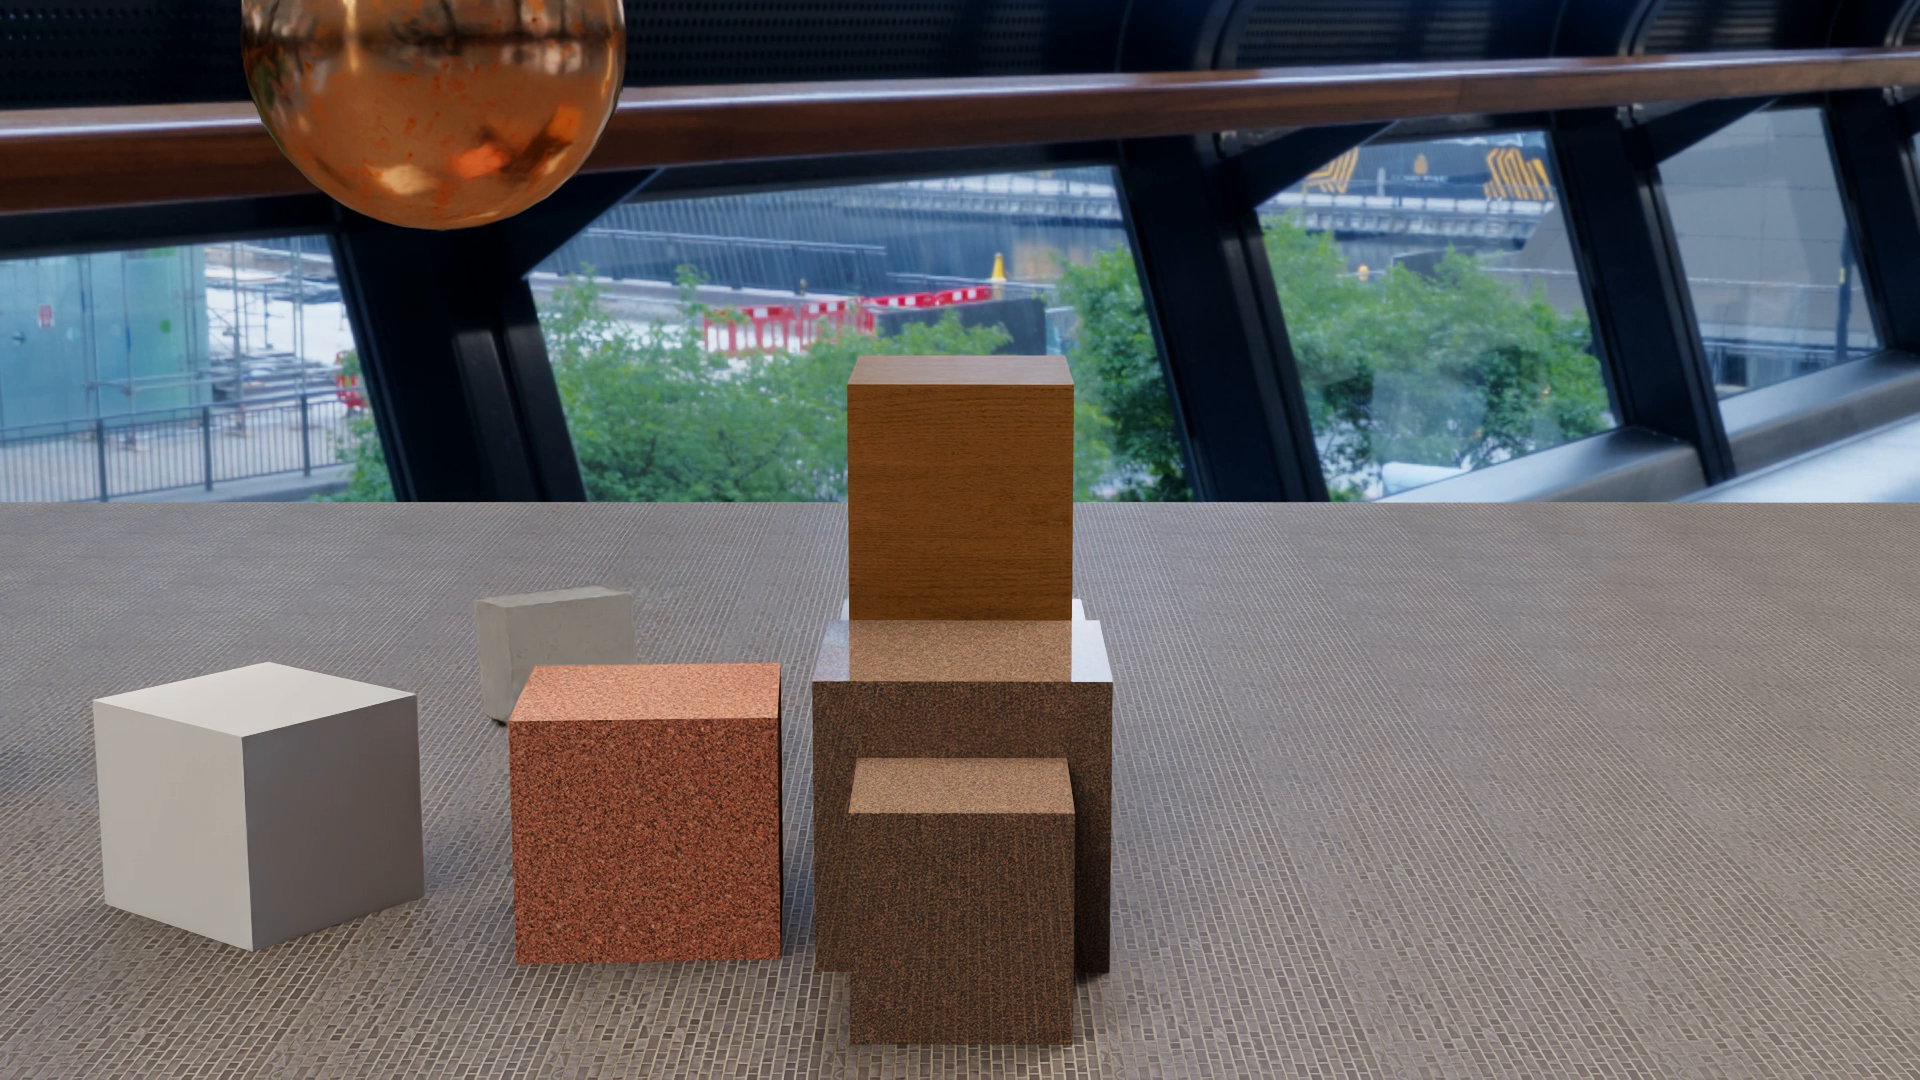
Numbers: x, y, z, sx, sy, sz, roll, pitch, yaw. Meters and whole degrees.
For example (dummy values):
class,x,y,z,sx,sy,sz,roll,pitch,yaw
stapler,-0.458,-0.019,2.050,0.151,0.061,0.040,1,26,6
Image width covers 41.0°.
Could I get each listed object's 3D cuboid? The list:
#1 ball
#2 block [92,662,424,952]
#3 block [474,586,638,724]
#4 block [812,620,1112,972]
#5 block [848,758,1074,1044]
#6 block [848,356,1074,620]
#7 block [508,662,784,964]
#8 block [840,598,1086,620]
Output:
class,x,y,z,sx,sy,sz,roll,pitch,yaw
ball,-2.205,-2.107,10.797,1.600,1.600,1.600,0,10,0
block,-2.988,1.108,10.964,1.006,0.897,0.904,8,13,37
block,-2.203,0.627,14.031,0.691,0.644,0.714,-6,5,-23
block,0.013,1.028,10.607,1.166,1.181,1.130,0,10,0
block,0.007,1.348,9.696,0.816,0.878,0.764,0,10,0
block,0.006,-0.201,11.628,0.970,1.151,1.127,0,10,0
block,-1.273,1.113,10.650,1.053,1.000,0.956,-1,10,-3
block,0.013,0.893,11.744,1.123,1.041,1.125,0,10,0
